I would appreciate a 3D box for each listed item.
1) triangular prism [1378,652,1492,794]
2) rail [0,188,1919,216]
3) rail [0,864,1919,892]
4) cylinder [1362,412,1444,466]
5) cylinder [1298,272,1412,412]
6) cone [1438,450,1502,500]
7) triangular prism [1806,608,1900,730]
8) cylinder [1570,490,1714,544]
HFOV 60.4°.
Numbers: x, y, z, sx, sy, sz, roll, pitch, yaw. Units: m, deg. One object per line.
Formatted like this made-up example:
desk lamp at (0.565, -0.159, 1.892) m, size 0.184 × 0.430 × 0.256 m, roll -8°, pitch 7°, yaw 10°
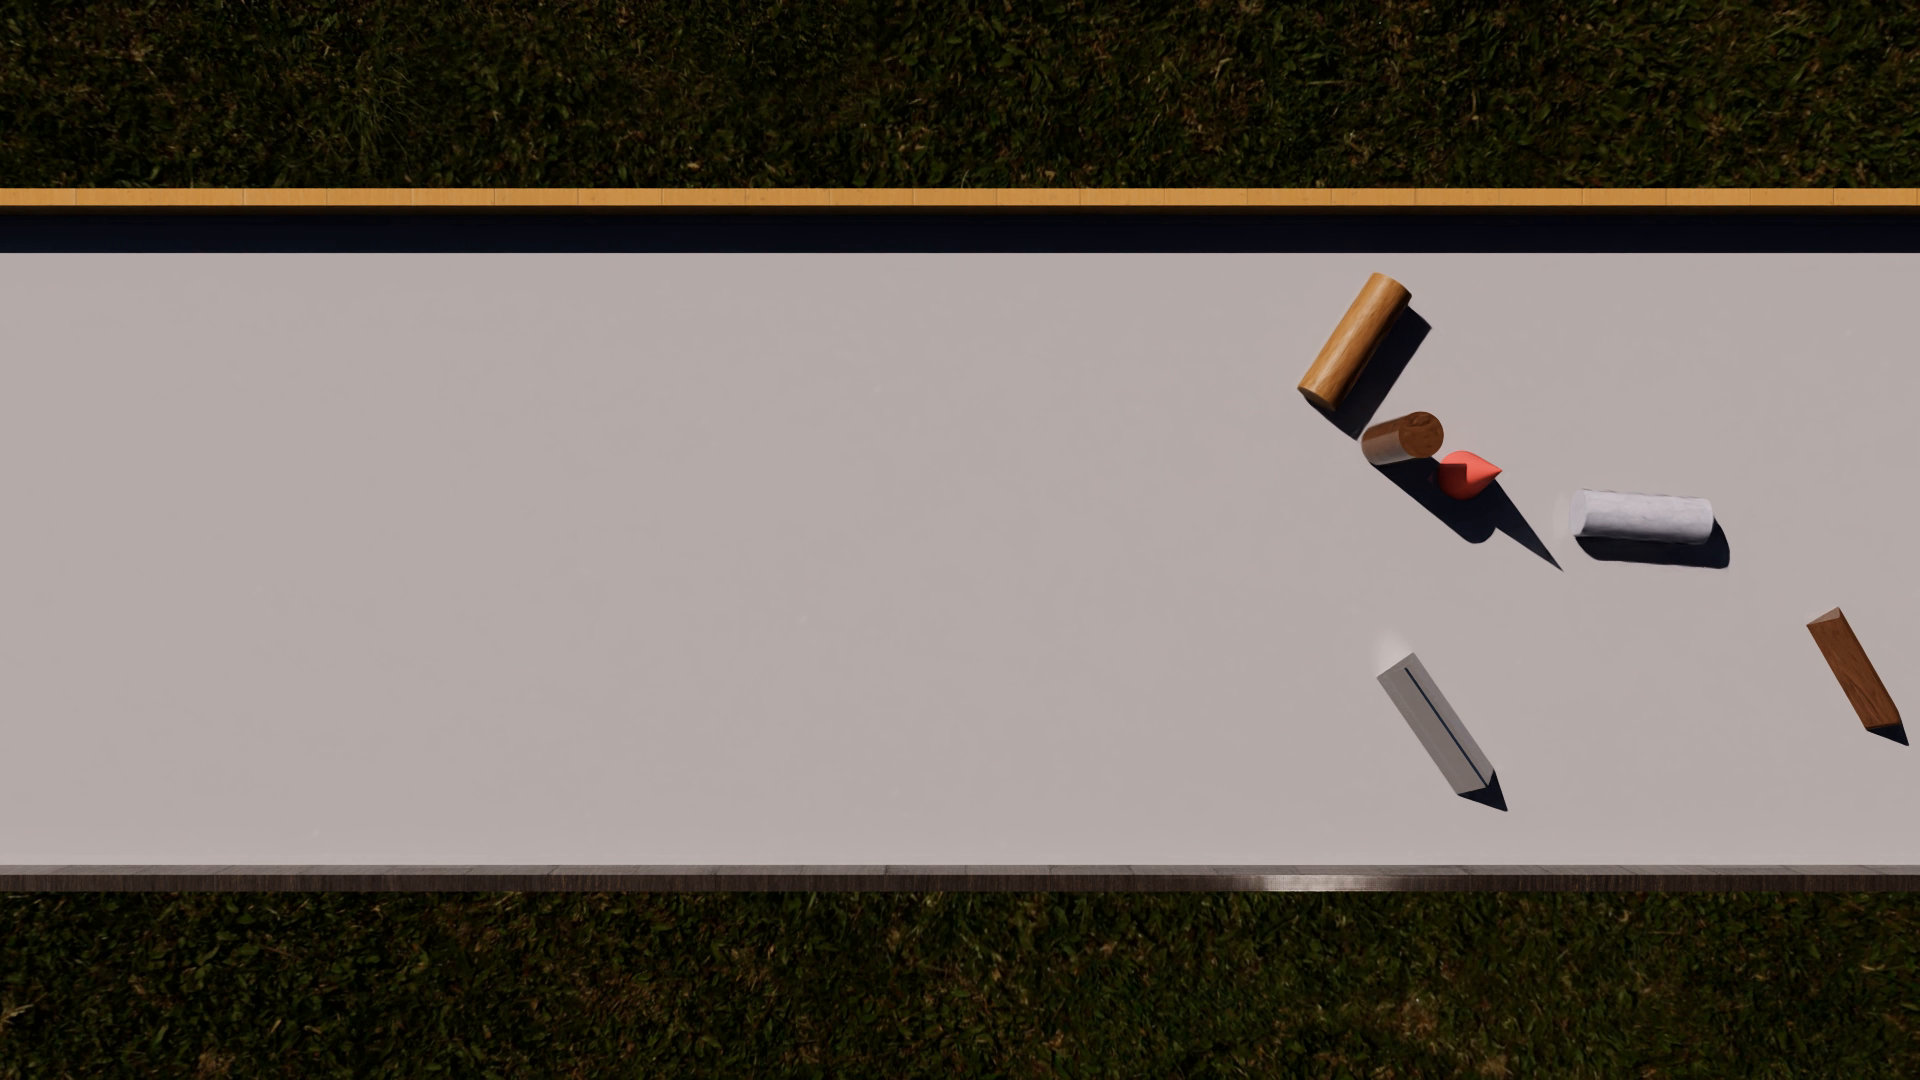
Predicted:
triangular prism at (1.461, 0.563, 5.014) m, size 0.137 × 0.118 × 0.434 m, roll -35°, pitch 90°, yaw 0°
rail at (-2.247, -1.025, 5.002) m, size 12.000 × 0.150 × 0.050 m, roll 0°, pitch 90°, yaw 0°
rail at (-2.247, 1.025, 5.001) m, size 12.000 × 0.150 × 0.050 m, roll 0°, pitch 90°, yaw 0°
cylinder at (1.315, -0.299, 4.916) m, size 0.137 × 0.307 × 0.137 m, roll 0°, pitch 88°, yaw -6°
cylinder at (1.198, -0.599, 5.007) m, size 0.139 × 0.139 × 0.414 m, roll 34°, pitch 90°, yaw 0°
cone at (1.545, -0.199, 4.885) m, size 0.154 × 0.383 × 0.154 m, roll 0°, pitch 90°, yaw 0°
triangular prism at (2.744, 0.394, 5.025) m, size 0.114 × 0.098 × 0.370 m, roll -30°, pitch 90°, yaw 0°
cylinder at (2.065, -0.070, 5.005) m, size 0.379 × 0.141 × 0.141 m, roll 4°, pitch 90°, yaw 0°
